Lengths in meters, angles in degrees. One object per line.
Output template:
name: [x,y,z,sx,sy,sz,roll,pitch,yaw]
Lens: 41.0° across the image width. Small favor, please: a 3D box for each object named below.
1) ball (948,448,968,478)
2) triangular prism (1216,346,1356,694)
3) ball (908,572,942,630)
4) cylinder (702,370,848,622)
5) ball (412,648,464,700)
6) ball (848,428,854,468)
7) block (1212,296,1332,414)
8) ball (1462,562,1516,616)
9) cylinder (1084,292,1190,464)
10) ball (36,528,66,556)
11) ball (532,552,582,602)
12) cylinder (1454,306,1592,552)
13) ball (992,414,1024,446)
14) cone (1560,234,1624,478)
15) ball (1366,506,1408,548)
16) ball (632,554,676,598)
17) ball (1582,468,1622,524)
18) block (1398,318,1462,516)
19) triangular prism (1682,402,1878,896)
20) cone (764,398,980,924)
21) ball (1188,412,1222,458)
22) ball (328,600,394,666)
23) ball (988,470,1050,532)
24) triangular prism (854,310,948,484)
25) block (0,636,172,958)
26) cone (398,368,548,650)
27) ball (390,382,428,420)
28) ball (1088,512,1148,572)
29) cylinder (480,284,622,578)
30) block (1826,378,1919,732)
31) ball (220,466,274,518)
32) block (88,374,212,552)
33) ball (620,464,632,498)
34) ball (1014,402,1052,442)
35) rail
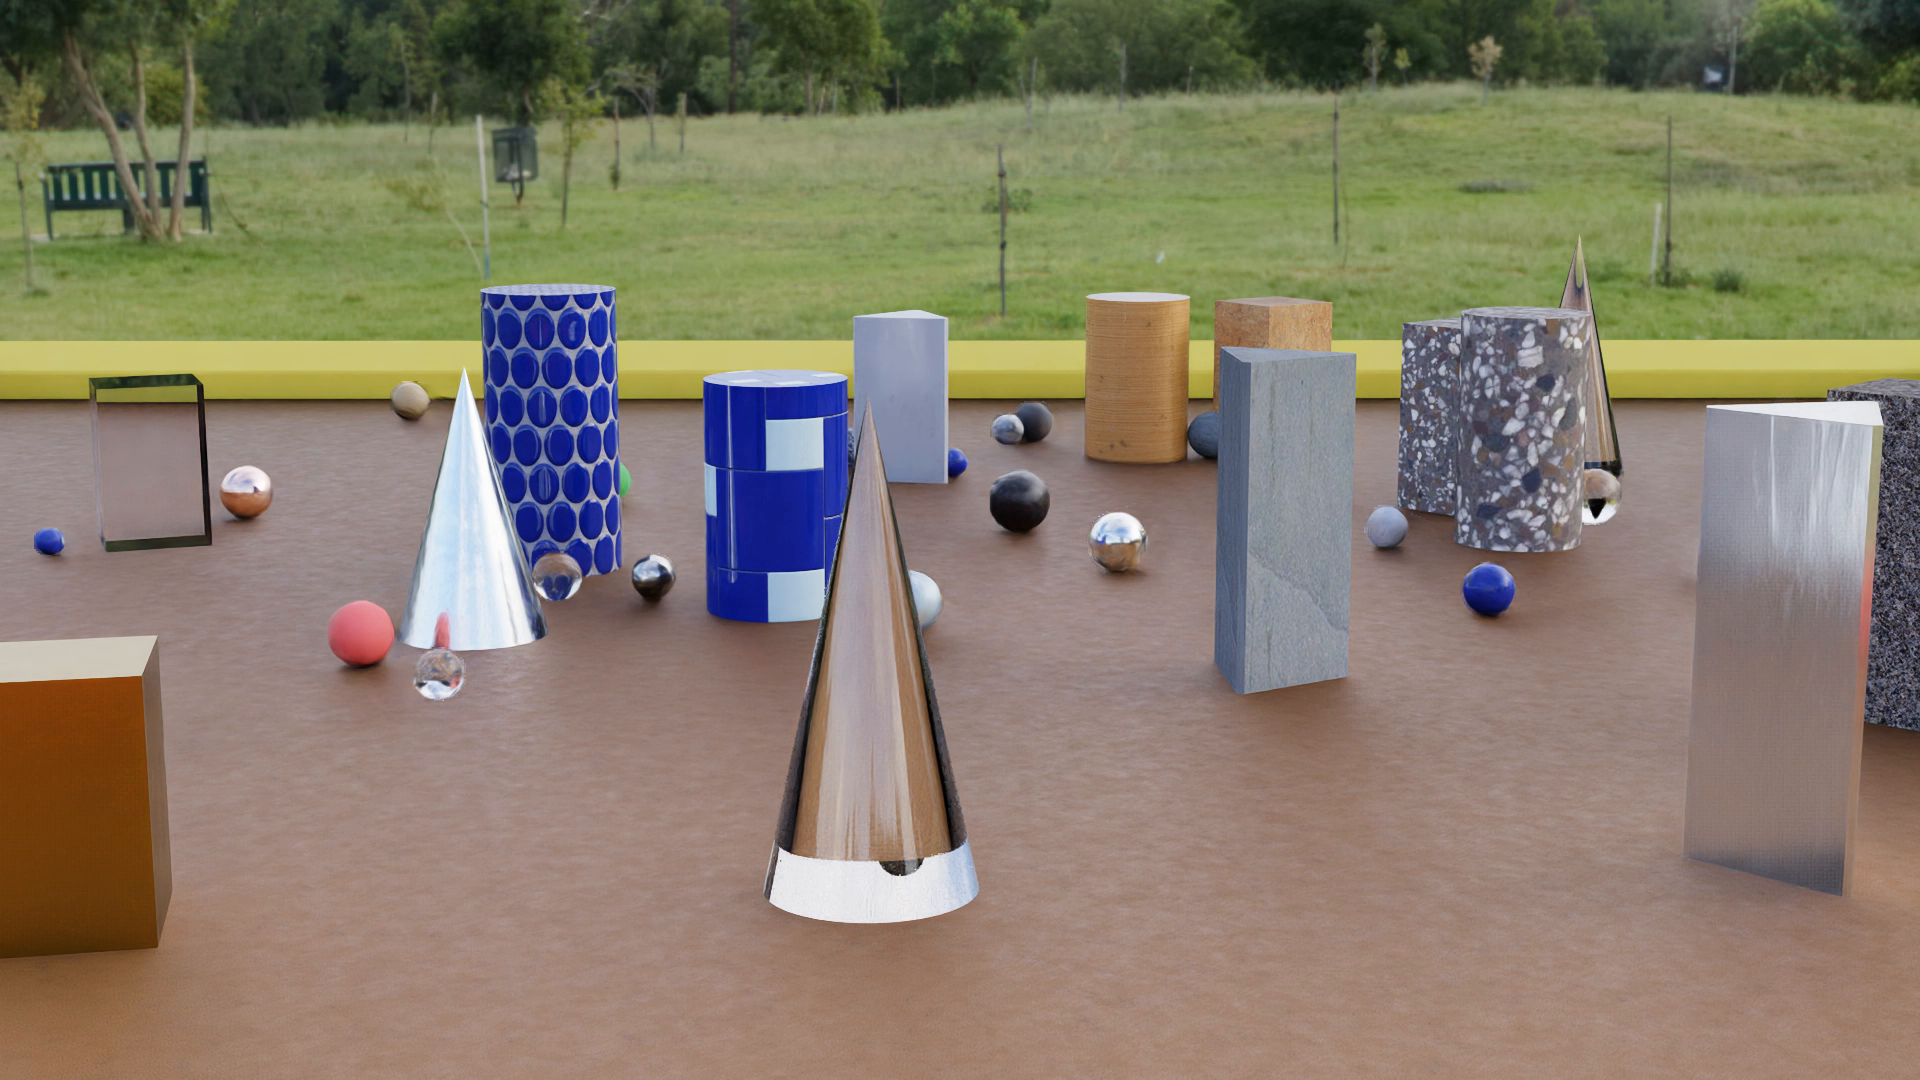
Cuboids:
ball: [-0.013,-0.138,4.569,0.053,0.053,0.053,0,11,0]
triangular prism: [0.357,-0.031,3.072,0.167,0.390,0.145,-7,13,-33]
ball: [-0.063,0.080,3.324,0.080,0.080,0.080,0,11,0]
cylinder: [-0.246,-0.062,3.451,0.193,0.313,0.193,0,11,0]
ball: [-0.604,0.156,2.973,0.059,0.059,0.059,0,11,0]
ball: [-0.194,-0.169,4.678,0.074,0.074,0.074,0,11,0]
block: [0.586,-0.305,4.822,0.155,0.288,0.155,-7,13,-34]
ball: [0.707,0.065,3.429,0.070,0.070,0.070,0,11,0]
cylinder: [0.331,-0.305,4.798,0.193,0.299,0.193,0,11,0]
ball: [-1.365,0.002,3.849,0.041,0.041,0.041,0,11,0]
ball: [-0.553,0.050,3.518,0.068,0.068,0.068,0,11,0]
cylinder: [0.861,-0.173,3.936,0.193,0.353,0.193,0,11,0]
ball: [0.093,-0.213,4.954,0.061,0.061,0.061,0,11,0]
cone: [1.100,-0.334,4.593,0.193,0.430,0.193,0,11,0]
ball: [0.651,-0.020,3.908,0.062,0.062,0.062,0,11,0]
ball: [-0.422,0.051,3.532,0.061,0.061,0.061,0,11,0]
ball: [1.013,-0.070,4.104,0.090,0.090,0.090,0,11,0]
block: [0.837,-0.205,4.236,0.155,0.306,0.155,-9,14,-40]
triangular prism: [0.783,0.089,2.342,0.145,0.421,0.167,-9,14,-41]
cone: [-0.079,0.093,2.256,0.193,0.445,0.193,0,11,0]
ball: [0.469,-0.197,4.800,0.086,0.086,0.086,0,11,0]
ball: [-0.733,0.114,3.137,0.080,0.080,0.080,0,11,0]
ball: [0.094,-0.061,4.037,0.097,0.097,0.097,0,11,0]
triangular prism: [-0.091,-0.258,4.567,0.167,0.290,0.145,2,11,11]
block: [-0.761,0.215,2.177,0.155,0.233,0.155,-2,11,-12]
cone: [-0.629,-0.050,3.289,0.193,0.347,0.193,0,11,0]
ball: [-1.138,-0.287,5.307,0.077,0.077,0.077,0,11,0]
ball: [0.229,0.002,3.725,0.086,0.086,0.086,0,11,0]
cylinder: [-0.592,-0.161,3.727,0.193,0.406,0.193,0,11,0]
block: [1.075,0.013,2.892,0.155,0.368,0.155,10,14,43]
ball: [-1.155,-0.077,4.157,0.085,0.085,0.085,0,11,0]
block: [-1.246,-0.121,3.947,0.155,0.247,0.155,-4,11,-22]
ball: [-0.589,-0.099,4.315,0.070,0.070,0.070,0,11,0]
ball: [0.143,-0.231,5.003,0.077,0.077,0.077,0,11,0]
rail: [-0.013,-0.371,5.620,4.420,0.126,0.045,0,11,0]
